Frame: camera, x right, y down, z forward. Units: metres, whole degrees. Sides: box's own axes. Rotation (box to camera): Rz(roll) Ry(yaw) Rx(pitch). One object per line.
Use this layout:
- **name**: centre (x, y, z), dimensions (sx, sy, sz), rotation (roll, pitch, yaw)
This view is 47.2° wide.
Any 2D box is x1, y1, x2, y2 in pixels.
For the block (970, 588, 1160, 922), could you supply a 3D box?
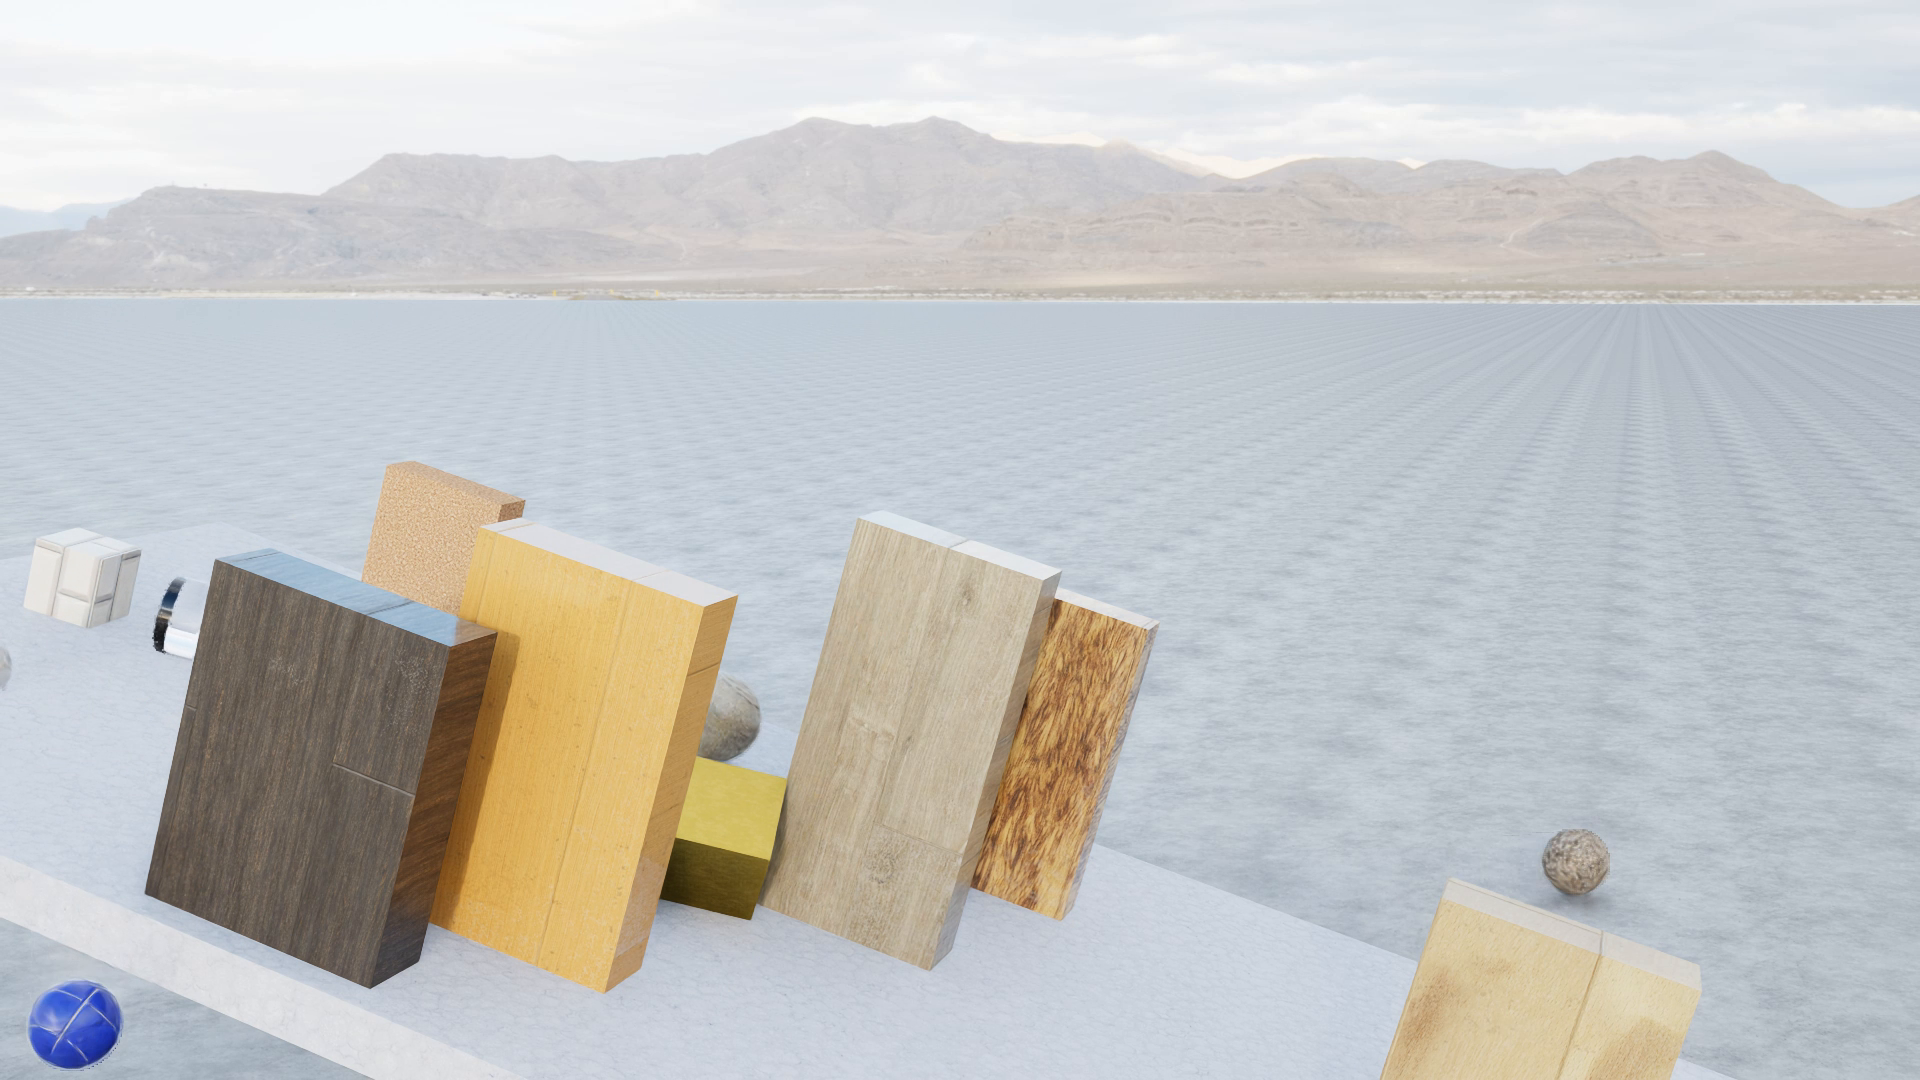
- **block**: centre (0.127, 0.415, 4.565), dimensions (0.397, 0.641, 0.111), rotation (19, 12, 14)

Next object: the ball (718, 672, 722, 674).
- **ball**: centre (-0.604, 0.357, 5.191), dimensions (0.117, 0.117, 0.117), rotation (0, 7, 0)

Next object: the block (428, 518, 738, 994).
- **block**: centre (-0.665, 0.355, 3.675), dimensions (0.413, 0.681, 0.141), rotation (19, 12, 14)

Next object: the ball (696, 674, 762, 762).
- **ball**: centre (-0.540, 0.394, 4.891), dimensions (0.197, 0.197, 0.197), rotation (0, 7, 0)

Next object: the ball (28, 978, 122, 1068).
- **ball**: centre (-1.344, 0.734, 3.340), dimensions (0.134, 0.134, 0.134), rotation (0, 7, 0)

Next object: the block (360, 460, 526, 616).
- **block**: centre (-1.121, 0.117, 4.656), dimensions (0.276, 0.504, 0.105), rotation (19, 12, 14)

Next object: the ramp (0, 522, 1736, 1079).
- **ramp**: centre (-0.376, 0.733, 4.239), dimensions (4.000, 0.100, 2.000), rotation (19, 12, 14)

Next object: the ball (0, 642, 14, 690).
- **ball**: centre (-1.832, 0.236, 4.112), dimensions (0.115, 0.115, 0.115), rotation (0, 7, 0)

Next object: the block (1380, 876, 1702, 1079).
- **block**: centre (0.877, 0.883, 3.490), dimensions (0.405, 0.575, 0.132), rotation (19, 12, 14)

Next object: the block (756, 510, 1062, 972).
- **block**: centre (-0.102, 0.372, 4.121), dimensions (0.366, 0.773, 0.138), rotation (19, 12, 14)

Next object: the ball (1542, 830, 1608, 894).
- **ball**: centre (1.841, 0.964, 6.581), dimensions (0.191, 0.191, 0.191), rotation (0, 7, 0)

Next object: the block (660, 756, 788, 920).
- **block**: centre (-0.447, 0.552, 4.081), dimensions (0.192, 0.192, 0.192), rotation (15, 44, -5)

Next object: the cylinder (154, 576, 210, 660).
- **cylinder**: centre (-1.583, 0.175, 4.624), dimensions (0.164, 0.164, 0.164), rotation (15, 6, -4)

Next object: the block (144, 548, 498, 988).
- **block**: centre (-1.015, 0.355, 3.482), dimensions (0.425, 0.570, 0.145), rotation (19, 12, 14)

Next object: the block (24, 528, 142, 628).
- **block**: centre (-1.875, 0.080, 4.704), dimensions (0.155, 0.155, 0.155), rotation (17, 11, 7)
